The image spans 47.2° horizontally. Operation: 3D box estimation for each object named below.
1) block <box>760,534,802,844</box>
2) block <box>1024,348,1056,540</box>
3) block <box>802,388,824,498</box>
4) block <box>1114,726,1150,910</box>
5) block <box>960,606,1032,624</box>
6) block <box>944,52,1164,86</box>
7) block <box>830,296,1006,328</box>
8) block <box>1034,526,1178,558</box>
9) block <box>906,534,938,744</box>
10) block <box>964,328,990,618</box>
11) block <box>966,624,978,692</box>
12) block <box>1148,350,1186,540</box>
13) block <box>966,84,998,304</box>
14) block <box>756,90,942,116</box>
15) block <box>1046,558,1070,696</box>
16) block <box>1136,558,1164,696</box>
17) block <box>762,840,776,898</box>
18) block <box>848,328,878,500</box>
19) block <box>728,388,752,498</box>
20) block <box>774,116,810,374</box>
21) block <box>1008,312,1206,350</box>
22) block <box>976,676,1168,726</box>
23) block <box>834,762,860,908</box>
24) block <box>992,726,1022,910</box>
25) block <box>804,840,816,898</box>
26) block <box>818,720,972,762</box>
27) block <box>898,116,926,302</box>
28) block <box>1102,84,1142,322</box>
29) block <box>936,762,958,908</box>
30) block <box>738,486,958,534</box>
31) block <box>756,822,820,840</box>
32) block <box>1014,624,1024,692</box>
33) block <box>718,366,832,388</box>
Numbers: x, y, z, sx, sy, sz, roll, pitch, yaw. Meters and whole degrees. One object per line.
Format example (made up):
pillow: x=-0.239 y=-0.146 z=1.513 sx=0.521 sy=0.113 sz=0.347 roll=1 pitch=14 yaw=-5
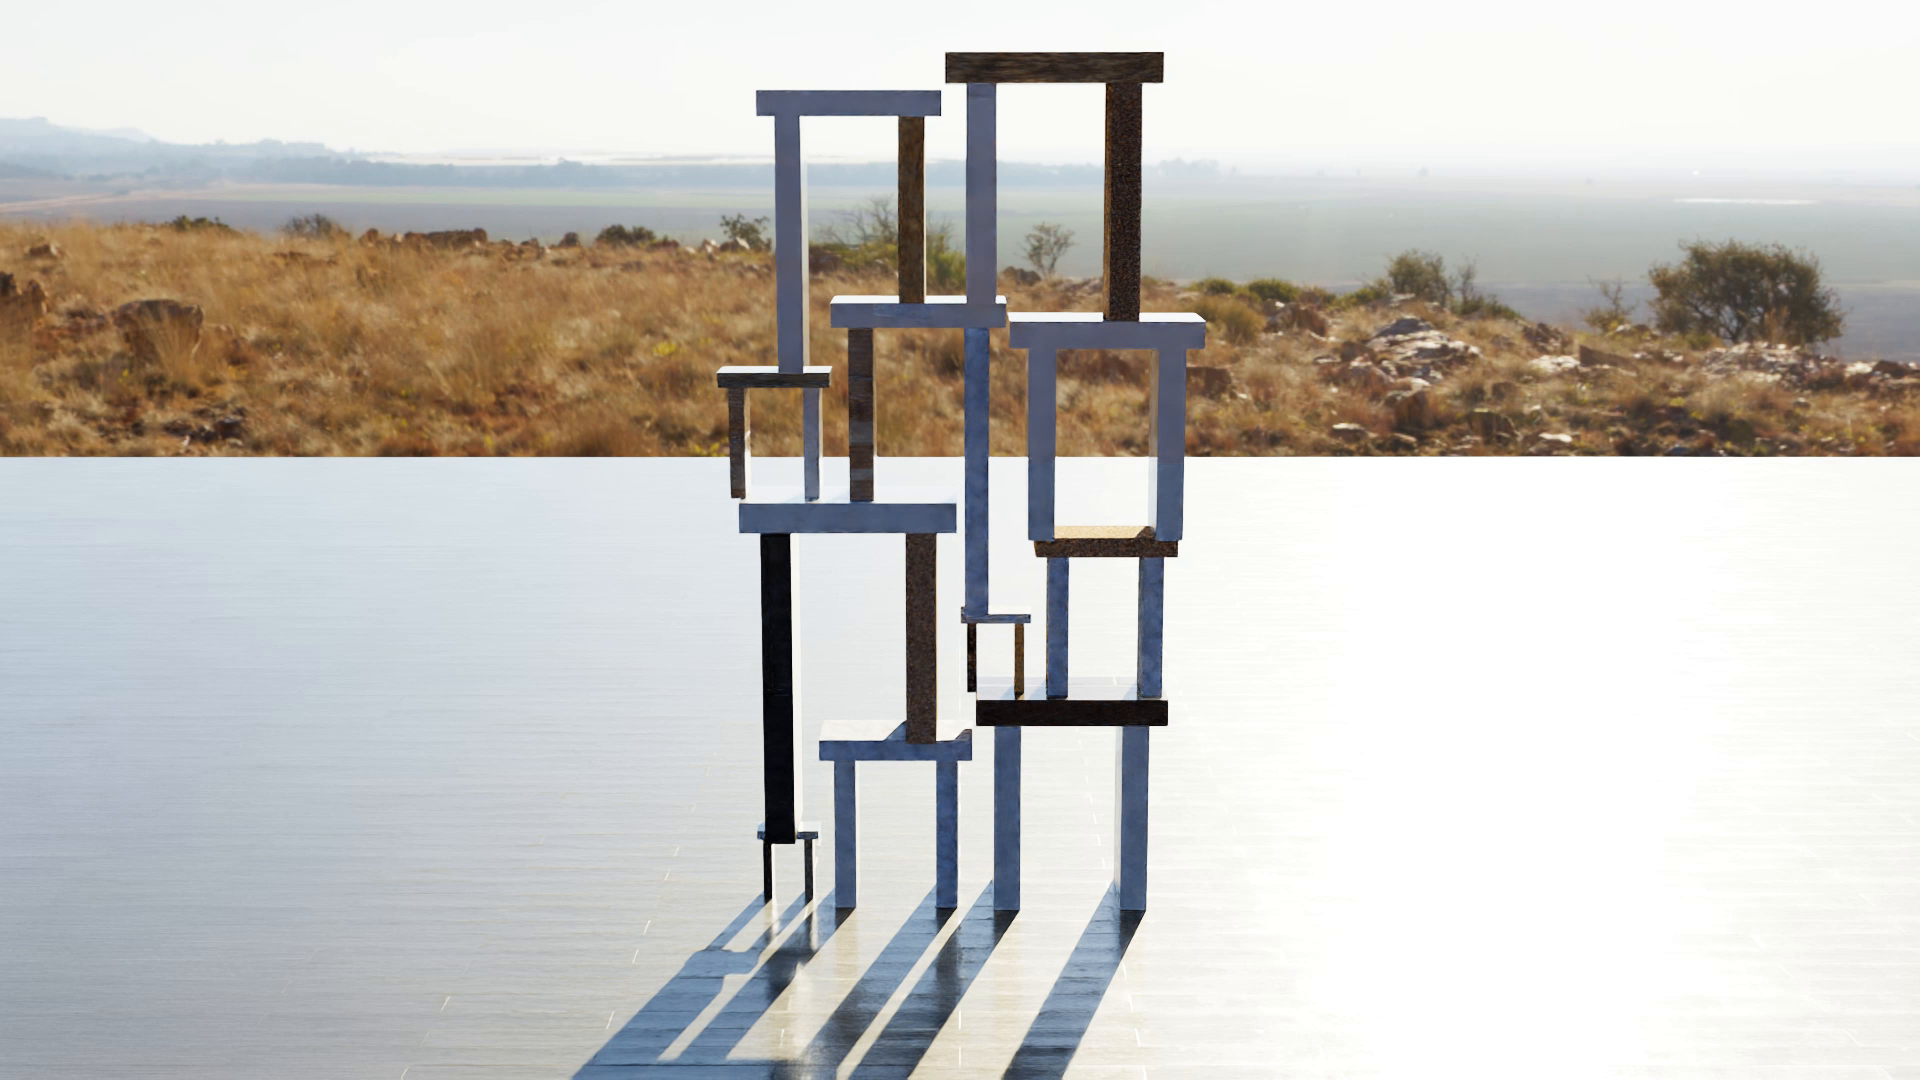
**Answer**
block: x=-0.291 y=0.225 z=3.597 sx=0.049 sy=0.511 sz=0.172 roll=0 pitch=11 yaw=0
block: x=0.128 y=-0.162 z=3.526 sx=0.043 sy=0.304 sz=0.152 roll=0 pitch=11 yaw=0
block: x=-0.235 y=-0.161 z=3.526 sx=0.025 sy=0.176 sz=0.088 roll=0 pitch=11 yaw=0
block: x=0.283 y=0.438 z=3.640 sx=0.044 sy=0.310 sz=0.155 roll=0 pitch=11 yaw=0
block: x=0.058 y=0.122 z=3.580 sx=0.115 sy=0.016 sz=0.058 roll=0 pitch=11 yaw=0
block: x=0.144 y=-0.734 z=3.425 sx=0.334 sy=0.047 sz=0.167 roll=0 pitch=11 yaw=0
block: x=-0.065 y=-0.362 z=3.491 sx=0.274 sy=0.039 sz=0.137 roll=0 pitch=11 yaw=0
block: x=0.234 y=0.002 z=3.563 sx=0.228 sy=0.032 sz=0.114 roll=0 pitch=11 yaw=0
block: x=-0.062 y=0.143 z=3.582 sx=0.049 sy=0.344 sz=0.172 roll=0 pitch=11 yaw=0
block: x=0.027 y=-0.115 z=3.537 sx=0.039 sy=0.465 sz=0.137 roll=0 pitch=11 yaw=0
block: x=0.019 y=0.186 z=3.591 sx=0.016 sy=0.115 sz=0.058 roll=0 pitch=11 yaw=0
block: x=0.331 y=-0.162 z=3.526 sx=0.043 sy=0.304 sz=0.152 roll=0 pitch=11 yaw=0
block: x=0.033 y=-0.546 z=3.459 sx=0.047 sy=0.334 sz=0.167 roll=0 pitch=11 yaw=0
block: x=-0.170 y=-0.681 z=3.431 sx=0.284 sy=0.040 sz=0.142 roll=0 pitch=11 yaw=0
block: x=0.159 y=0.130 z=3.587 sx=0.032 sy=0.228 sz=0.114 roll=0 pitch=11 yaw=0
block: x=0.310 y=0.130 z=3.587 sx=0.032 sy=0.228 sz=0.114 roll=0 pitch=11 yaw=0
block: x=-0.318 y=0.539 z=3.663 sx=0.014 sy=0.102 sz=0.051 roll=0 pitch=11 yaw=0
block: x=-0.156 y=-0.209 z=3.520 sx=0.039 sy=0.274 sz=0.137 roll=0 pitch=11 yaw=0
block: x=-0.353 y=-0.161 z=3.526 sx=0.025 sy=0.176 sz=0.088 roll=0 pitch=11 yaw=0
block: x=-0.265 y=-0.467 z=3.471 sx=0.040 sy=0.395 sz=0.142 roll=0 pitch=11 yaw=0
block: x=0.229 y=-0.333 z=3.495 sx=0.304 sy=0.043 sz=0.152 roll=0 pitch=11 yaw=0
block: x=0.180 y=0.264 z=3.607 sx=0.310 sy=0.044 sz=0.155 roll=0 pitch=11 yaw=0
block: x=-0.187 y=0.469 z=3.642 sx=0.035 sy=0.248 sz=0.124 roll=0 pitch=11 yaw=0
block: x=0.077 y=0.438 z=3.640 sx=0.044 sy=0.310 sz=0.155 roll=0 pitch=11 yaw=0
block: x=-0.250 y=0.539 z=3.663 sx=0.014 sy=0.102 sz=0.051 roll=0 pitch=11 yaw=0
block: x=-0.104 y=0.329 z=3.616 sx=0.248 sy=0.035 sz=0.124 roll=0 pitch=11 yaw=0
block: x=-0.076 y=-0.521 z=3.460 sx=0.040 sy=0.284 sz=0.142 roll=0 pitch=11 yaw=0
block: x=0.255 y=-0.533 z=3.462 sx=0.047 sy=0.362 sz=0.167 roll=0 pitch=11 yaw=0
block: x=-0.021 y=0.469 z=3.642 sx=0.035 sy=0.248 sz=0.124 roll=0 pitch=11 yaw=0
block: x=-0.177 y=-0.050 z=3.546 sx=0.344 sy=0.049 sz=0.172 roll=0 pitch=11 yaw=0
block: x=-0.284 y=0.482 z=3.652 sx=0.102 sy=0.014 sz=0.051 roll=0 pitch=11 yaw=0
block: x=0.096 y=0.186 z=3.592 sx=0.016 sy=0.115 sz=0.058 roll=0 pitch=11 yaw=0
block: x=-0.294 y=-0.260 z=3.508 sx=0.176 sy=0.025 sz=0.088 roll=0 pitch=11 yaw=0
